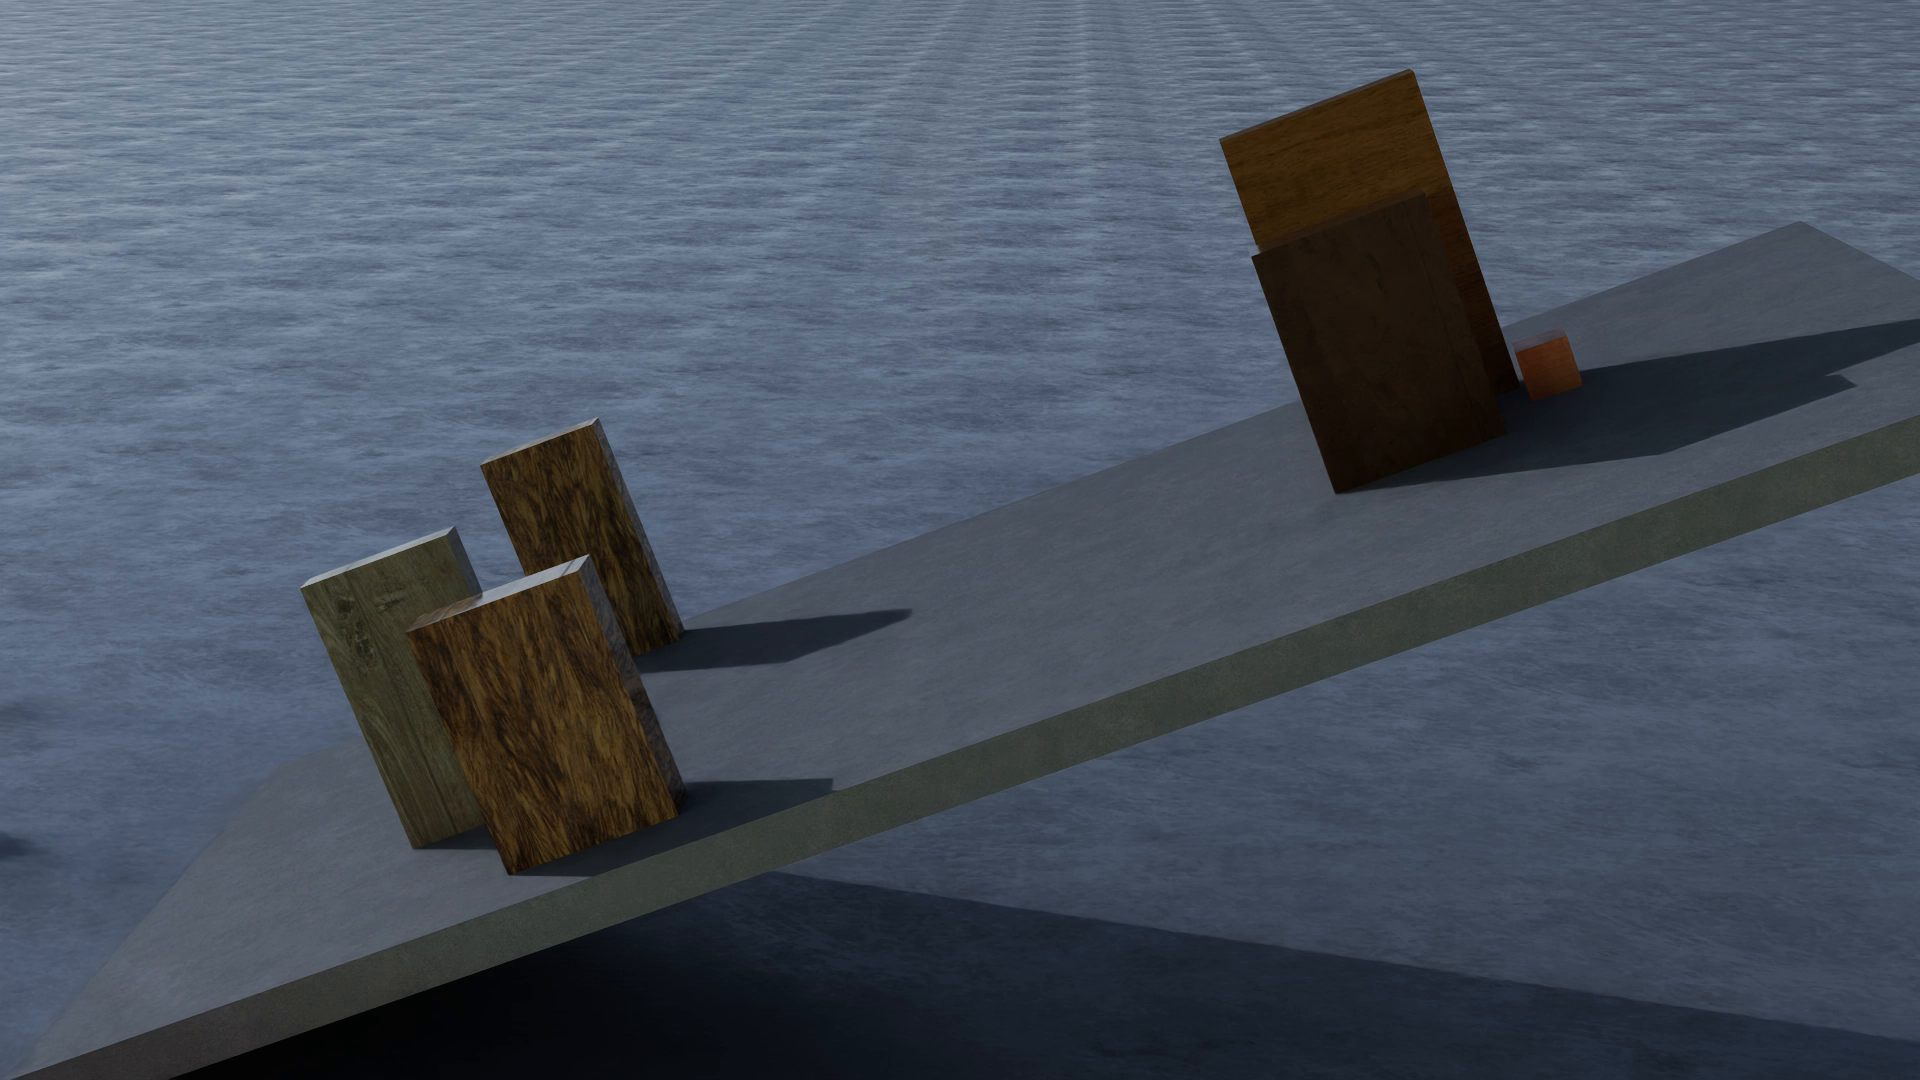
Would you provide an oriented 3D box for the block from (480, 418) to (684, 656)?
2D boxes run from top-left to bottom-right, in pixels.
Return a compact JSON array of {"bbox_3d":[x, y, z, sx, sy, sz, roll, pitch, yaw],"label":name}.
[{"bbox_3d":[-0.915,0.021,7.151,0.292,0.569,0.096,-20,12,7],"label":"block"}]

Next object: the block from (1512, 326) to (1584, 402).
[{"bbox_3d":[1.256,-0.377,6.294,0.113,0.113,0.113,-19,12,11],"label":"block"}]

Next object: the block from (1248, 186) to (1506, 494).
[{"bbox_3d":[0.865,-0.413,6.104,0.373,0.530,0.127,-20,12,7],"label":"block"}]

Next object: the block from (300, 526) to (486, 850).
[{"bbox_3d":[-1.086,0.306,6.072,0.325,0.595,0.086,-20,12,7],"label":"block"}]

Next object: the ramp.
[{"bbox_3d":[0.117,0.176,6.296,4.000,0.100,2.000,-20,12,7],"label":"ramp"}]

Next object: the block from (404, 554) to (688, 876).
[{"bbox_3d":[-0.786,0.335,5.625,0.353,0.510,0.136,-20,12,7],"label":"block"}]

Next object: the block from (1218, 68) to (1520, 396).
[{"bbox_3d":[0.895,-0.604,6.427,0.436,0.730,0.088,-20,12,7],"label":"block"}]
